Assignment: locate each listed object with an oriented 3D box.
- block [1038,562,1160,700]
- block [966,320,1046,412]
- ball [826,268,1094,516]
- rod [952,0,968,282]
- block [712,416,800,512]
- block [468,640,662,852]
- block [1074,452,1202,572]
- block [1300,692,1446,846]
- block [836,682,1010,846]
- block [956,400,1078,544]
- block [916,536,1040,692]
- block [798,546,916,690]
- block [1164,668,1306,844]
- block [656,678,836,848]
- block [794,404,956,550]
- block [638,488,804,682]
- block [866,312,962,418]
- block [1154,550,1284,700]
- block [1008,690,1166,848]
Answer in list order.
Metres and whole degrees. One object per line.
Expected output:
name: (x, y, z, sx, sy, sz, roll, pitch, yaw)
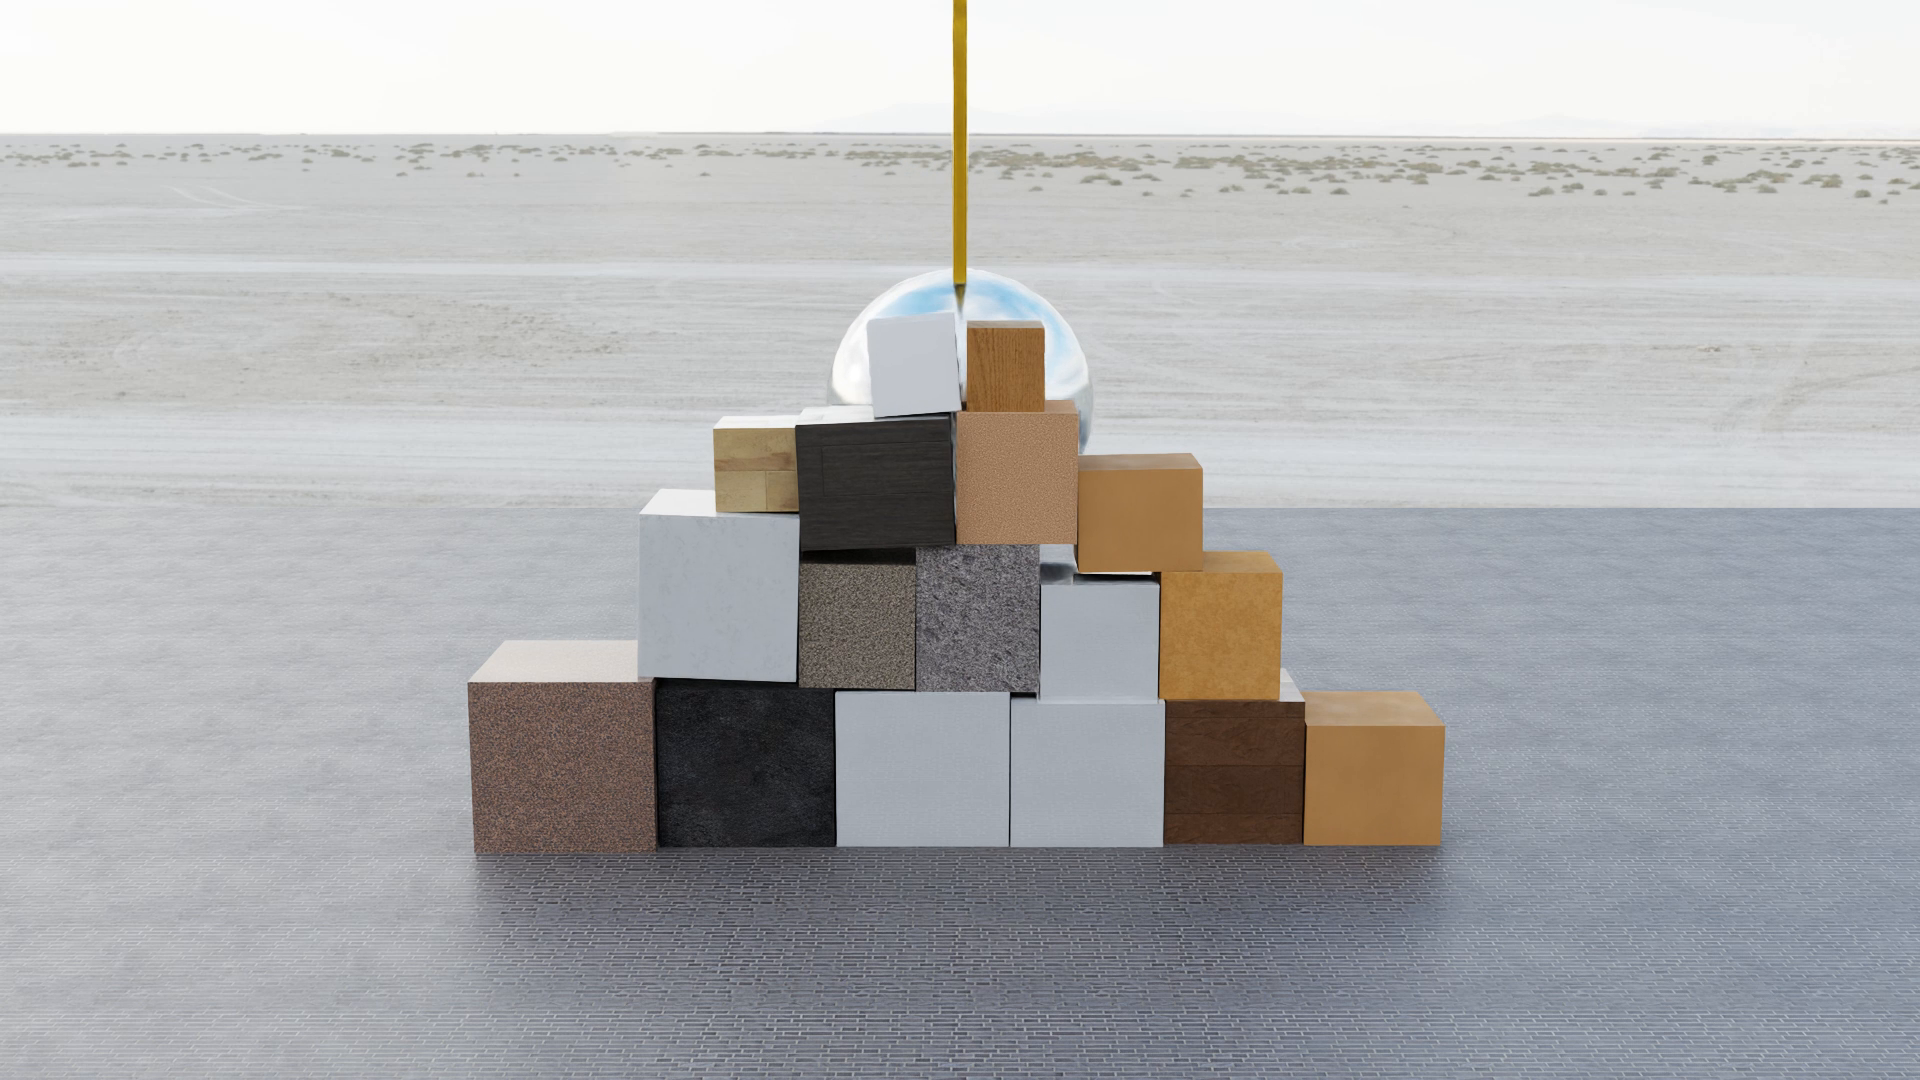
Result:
block: (0.696, 0.459, 11.262, 0.586, 0.585, 0.617, 0, 10, 0)
block: (0.224, -0.874, 11.008, 0.382, 0.413, 0.463, 0, 10, 0)
ball: (0.000, -0.816, 13.140, 1.600, 1.600, 1.600, 0, 10, 0)
rod: (0.000, -3.745, 11.413, 0.080, 5.200, 0.080, 0, 31, 0)
block: (-1.008, -0.390, 11.109, 0.414, 0.418, 0.483, -1, 10, 0)
block: (-1.972, 1.048, 11.351, 0.906, 0.876, 0.918, 0, 10, 0)
block: (0.895, -0.143, 11.167, 0.619, 0.514, 0.548, -1, 10, 0)
block: (2.080, 1.171, 11.384, 0.689, 0.622, 0.699, 0, 10, 0)
block: (-0.188, 1.090, 11.373, 0.865, 0.786, 0.750, 0, 10, 0)
block: (0.282, -0.350, 11.104, 0.598, 0.651, 0.571, 0, 10, 0)
block: (0.088, 0.337, 11.229, 0.612, 0.747, 0.612, 0, 10, 0)
block: (-0.511, 0.375, 11.239, 0.577, 0.626, 0.636, 1, 10, 0)
block: (1.378, 1.109, 11.397, 0.695, 0.741, 0.697, 0, 10, 0)
block: (-1.070, 1.077, 11.380, 0.878, 0.809, 0.792, 0, 10, 0)
block: (-0.415, -0.331, 11.110, 0.756, 0.626, 0.703, -2, 10, 0)
block: (-1.195, 0.219, 11.239, 0.786, 0.820, 0.784, 2, 10, 0)
block: (-0.228, -0.883, 11.030, 0.435, 0.454, 0.420, -5, 10, 1)
block: (1.301, 0.428, 11.259, 0.604, 0.647, 0.588, 0, 10, 0)
block: (0.638, 1.108, 11.396, 0.766, 0.742, 0.804, 0, 10, 0)
